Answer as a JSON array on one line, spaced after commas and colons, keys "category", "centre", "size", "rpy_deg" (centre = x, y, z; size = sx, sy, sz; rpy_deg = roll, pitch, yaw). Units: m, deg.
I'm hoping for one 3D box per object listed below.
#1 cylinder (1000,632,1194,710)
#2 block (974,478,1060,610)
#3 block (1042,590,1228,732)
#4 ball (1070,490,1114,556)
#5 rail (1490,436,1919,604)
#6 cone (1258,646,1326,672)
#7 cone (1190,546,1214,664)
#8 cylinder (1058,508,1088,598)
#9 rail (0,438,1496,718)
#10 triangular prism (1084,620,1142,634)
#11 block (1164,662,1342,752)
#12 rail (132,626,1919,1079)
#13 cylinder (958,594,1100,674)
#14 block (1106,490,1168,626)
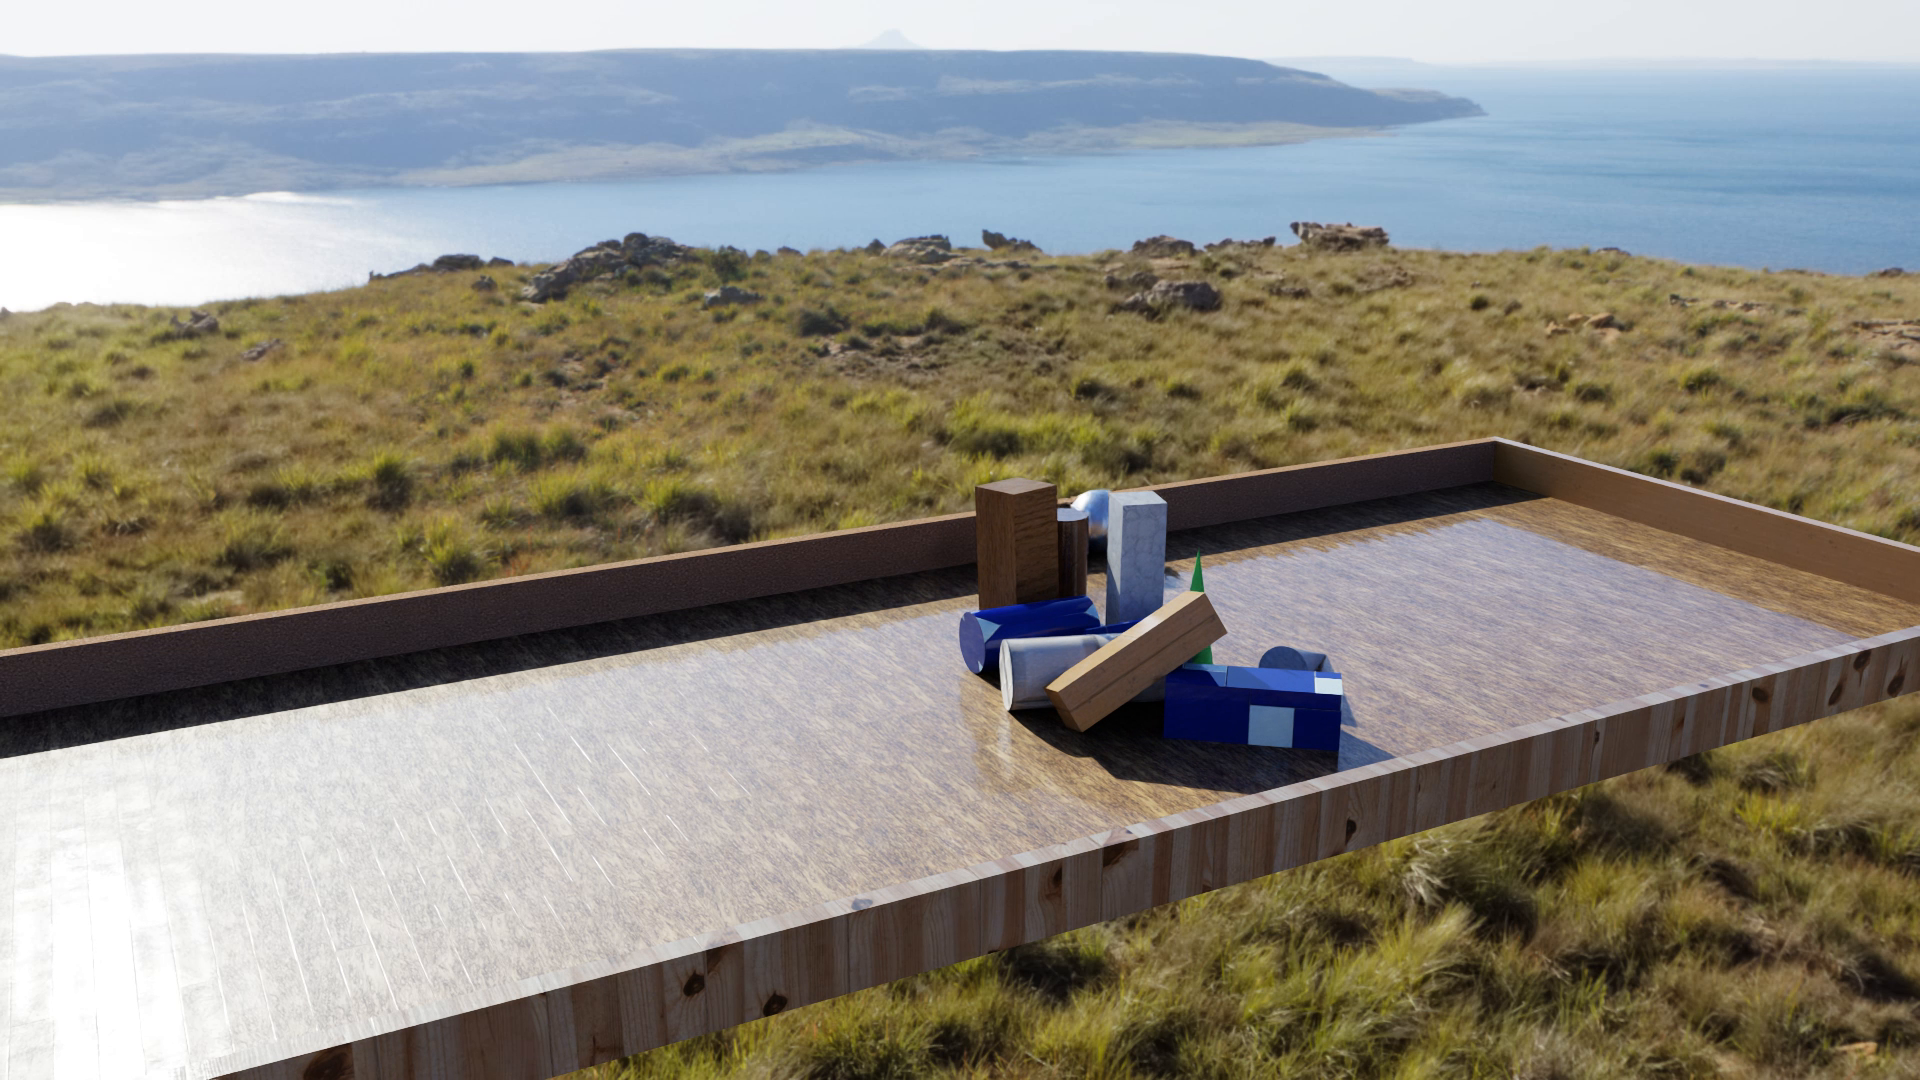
[{"category": "cylinder", "centre": [0.327, 0.313, 3.987], "size": [0.440, 0.170, 0.170], "rpy_deg": [-3, 17, -9]}, {"category": "block", "centre": [0.154, 0.060, 4.395], "size": [0.153, 0.419, 0.153], "rpy_deg": [-14, 18, -39]}, {"category": "block", "centre": [0.409, 0.280, 3.850], "size": [0.423, 0.111, 0.111], "rpy_deg": [-33, 9, -12]}, {"category": "ball", "centre": [0.438, -0.056, 5.178], "size": [0.206, 0.206, 0.206], "rpy_deg": [0, 16, 0]}, {"category": "rail", "centre": [2.466, -0.048, 5.253], "size": [0.050, 0.150, 2.100], "rpy_deg": [-9, 18, -27]}, {"category": "cone", "centre": [0.877, 0.312, 4.183], "size": [0.127, 0.127, 0.344], "rpy_deg": [10, 8, 29]}, {"category": "cone", "centre": [0.587, 0.185, 4.102], "size": [0.109, 0.351, 0.109], "rpy_deg": [0, 16, 0]}, {"category": "cylinder", "centre": [0.286, 0.074, 4.571], "size": [0.133, 0.300, 0.133], "rpy_deg": [0, 16, 0]}, {"category": "rail", "centre": [-3.305, 0.497, 3.399], "size": [12.000, 0.150, 0.050], "rpy_deg": [-9, 18, -27]}, {"category": "triangular prism", "centre": [0.457, 0.265, 4.208], "size": [0.319, 0.130, 0.151], "rpy_deg": [-8, 19, -26]}, {"category": "block", "centre": [0.676, 0.382, 3.810], "size": [0.395, 0.137, 0.137], "rpy_deg": [3, 17, 11]}, {"category": "rail", "centre": [-2.336, 1.006, 1.665], "size": [12.000, 0.150, 0.050], "rpy_deg": [-9, 18, -27]}, {"category": "cylinder", "centre": [0.180, 0.241, 4.254], "size": [0.330, 0.158, 0.158], "rpy_deg": [-7, 18, -23]}, {"category": "block", "centre": [0.462, 0.085, 4.343], "size": [0.119, 0.406, 0.119], "rpy_deg": [-3, 18, -11]}]
